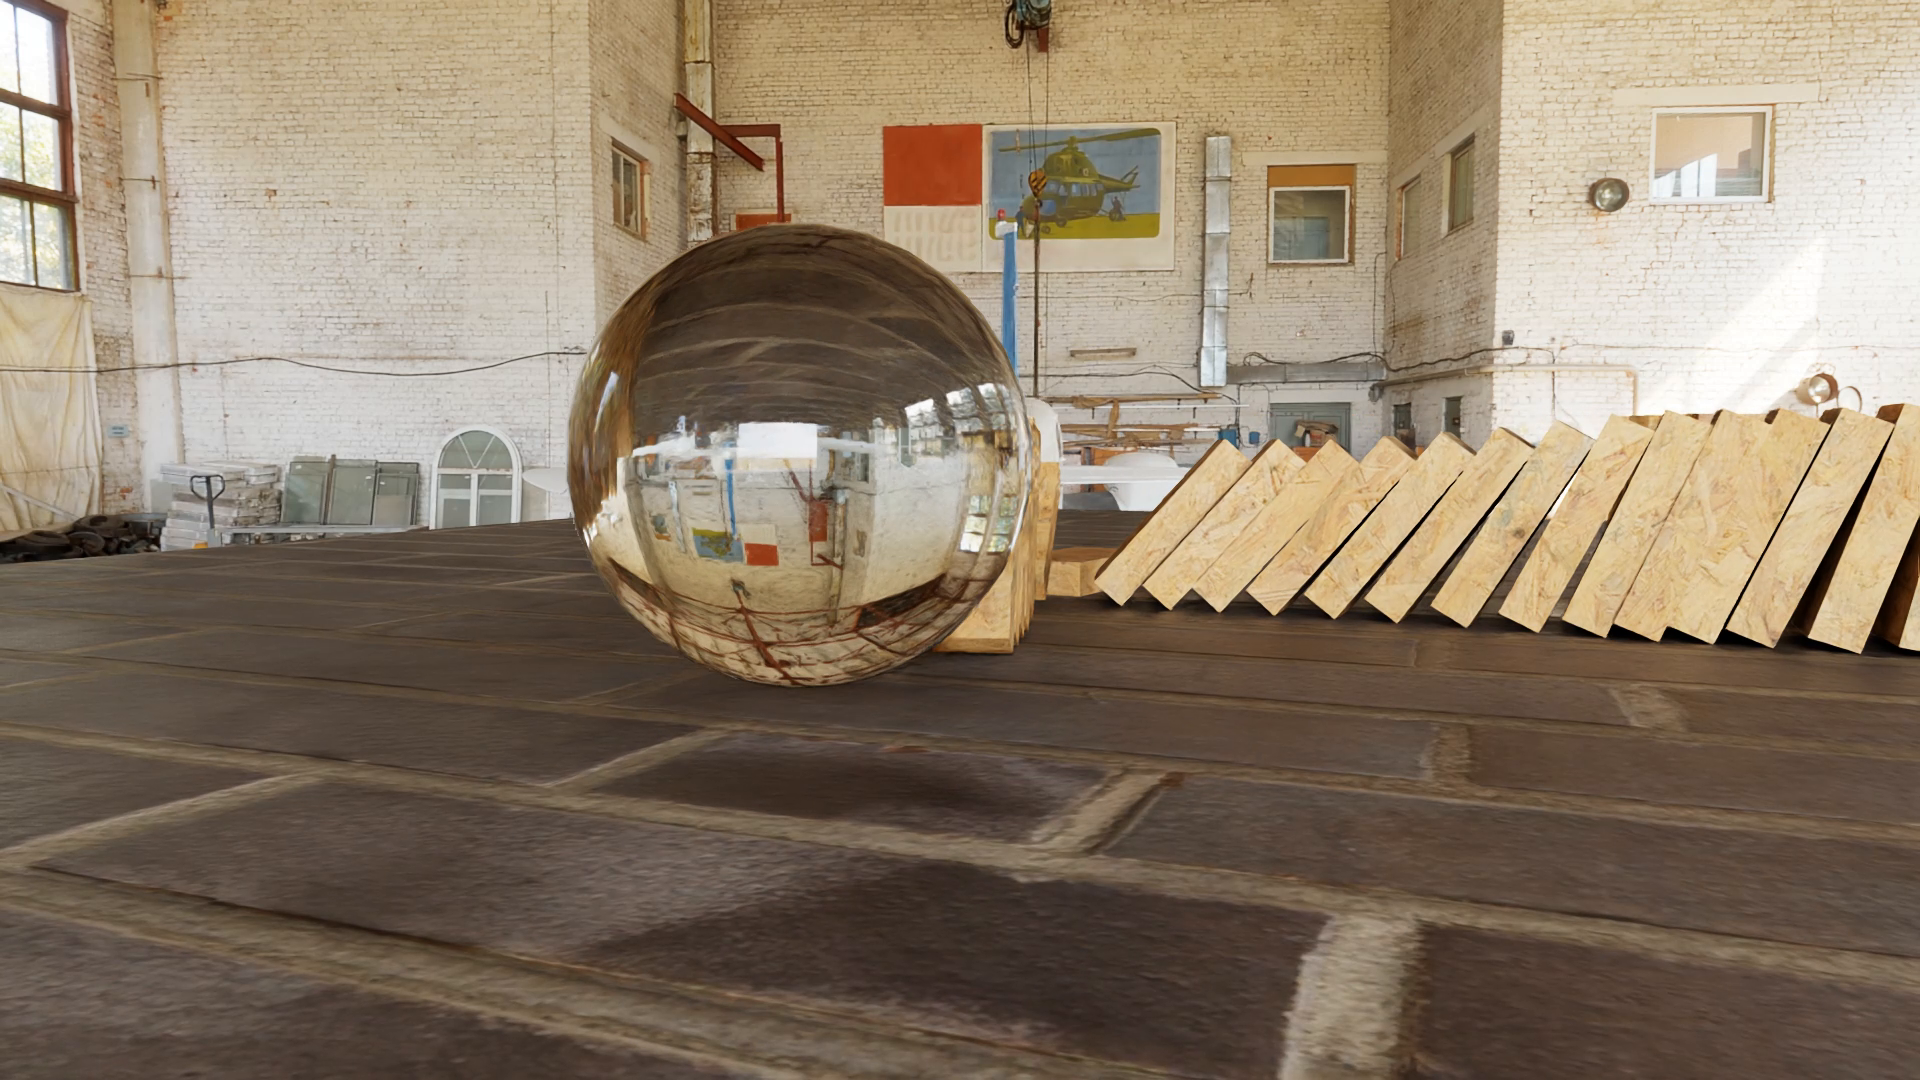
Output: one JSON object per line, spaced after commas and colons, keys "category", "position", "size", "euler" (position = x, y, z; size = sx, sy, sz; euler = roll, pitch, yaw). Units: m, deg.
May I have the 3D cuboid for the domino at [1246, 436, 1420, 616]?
{"category": "domino", "position": [0.094, -0.004, 0.322], "size": [0.009, 0.050, 0.025], "euler": [43, 19, 15]}

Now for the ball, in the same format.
{"category": "ball", "position": [-0.027, -0.014, 0.224], "size": [0.080, 0.080, 0.080], "euler": [0, 4, 0]}

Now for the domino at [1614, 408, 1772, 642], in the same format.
{"category": "domino", "position": [0.160, -0.004, 0.282], "size": [0.010, 0.050, 0.025], "euler": [26, 15, 24]}

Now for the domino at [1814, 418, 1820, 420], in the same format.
{"category": "domino", "position": [0.247, -0.010, 0.374], "size": [0.009, 0.050, 0.025], "euler": [1, 5, 19]}

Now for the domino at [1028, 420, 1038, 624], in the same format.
{"category": "domino", "position": [0.005, -0.005, 0.310], "size": [0.025, 0.050, 0.010], "euler": [1, -23, 8]}

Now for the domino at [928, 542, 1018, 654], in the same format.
{"category": "domino", "position": [-0.001, -0.002, 0.268], "size": [0.025, 0.050, 0.009], "euler": [1, -23, 8]}

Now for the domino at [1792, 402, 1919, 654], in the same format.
{"category": "domino", "position": [0.191, -0.003, 0.269], "size": [0.010, 0.050, 0.025], "euler": [20, 12, 24]}

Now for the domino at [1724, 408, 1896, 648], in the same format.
{"category": "domino", "position": [0.179, -0.003, 0.274], "size": [0.009, 0.050, 0.025], "euler": [26, 15, 23]}

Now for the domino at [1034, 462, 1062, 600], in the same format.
{"category": "domino", "position": [0.014, -0.004, 0.368], "size": [0.025, 0.010, 0.050], "euler": [1, 40, 10]}

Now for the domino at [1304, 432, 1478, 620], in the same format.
{"category": "domino", "position": [0.107, -0.004, 0.316], "size": [0.010, 0.050, 0.025], "euler": [42, 20, 17]}

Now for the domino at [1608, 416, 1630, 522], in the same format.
{"category": "domino", "position": [0.193, -0.009, 0.354], "size": [0.025, 0.050, 0.010], "euler": [2, 5, 27]}

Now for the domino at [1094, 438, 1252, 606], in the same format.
{"category": "domino", "position": [0.057, -0.005, 0.345], "size": [0.010, 0.050, 0.025], "euler": [42, 8, 3]}

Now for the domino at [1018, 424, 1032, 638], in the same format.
{"category": "domino", "position": [0.003, -0.004, 0.289], "size": [0.025, 0.050, 0.010], "euler": [1, -23, 8]}

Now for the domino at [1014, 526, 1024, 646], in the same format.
{"category": "domino", "position": [0.001, -0.003, 0.278], "size": [0.025, 0.050, 0.010], "euler": [1, -23, 8]}

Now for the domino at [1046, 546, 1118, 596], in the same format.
{"category": "domino", "position": [0.036, 0.009, 0.385], "size": [0.025, 0.010, 0.050], "euler": [3, 5, 31]}

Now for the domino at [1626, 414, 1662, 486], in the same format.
{"category": "domino", "position": [0.191, -0.008, 0.339], "size": [0.025, 0.050, 0.009], "euler": [0, 4, -1]}

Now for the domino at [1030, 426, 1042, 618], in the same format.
{"category": "domino", "position": [0.007, -0.005, 0.323], "size": [0.025, 0.050, 0.009], "euler": [1, -29, 8]}

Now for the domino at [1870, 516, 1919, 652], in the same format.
{"category": "domino", "position": [0.202, -0.003, 0.263], "size": [0.010, 0.050, 0.025], "euler": [14, 9, 22]}

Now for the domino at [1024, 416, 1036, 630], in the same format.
{"category": "domino", "position": [0.004, -0.004, 0.299], "size": [0.025, 0.050, 0.010], "euler": [1, -23, 8]}

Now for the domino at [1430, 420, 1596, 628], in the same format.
{"category": "domino", "position": [0.131, -0.004, 0.302], "size": [0.010, 0.050, 0.025], "euler": [35, 19, 21]}

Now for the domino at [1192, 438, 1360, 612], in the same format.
{"category": "domino", "position": [0.081, -0.004, 0.330], "size": [0.010, 0.050, 0.025], "euler": [43, 14, 10]}

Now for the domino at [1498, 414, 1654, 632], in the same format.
{"category": "domino", "position": [0.142, -0.004, 0.295], "size": [0.009, 0.050, 0.025], "euler": [30, 17, 23]}

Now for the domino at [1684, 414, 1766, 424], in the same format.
{"category": "domino", "position": [0.193, -0.007, 0.325], "size": [0.025, 0.050, 0.010], "euler": [-1, 4, -11]}

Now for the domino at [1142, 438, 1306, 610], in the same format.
{"category": "domino", "position": [0.069, -0.005, 0.336], "size": [0.009, 0.050, 0.025], "euler": [42, 9, 4]}

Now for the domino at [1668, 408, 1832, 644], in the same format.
{"category": "domino", "position": [0.170, -0.003, 0.279], "size": [0.010, 0.050, 0.025], "euler": [26, 15, 24]}

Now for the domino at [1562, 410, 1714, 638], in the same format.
{"category": "domino", "position": [0.152, -0.004, 0.289], "size": [0.010, 0.050, 0.025], "euler": [26, 15, 24]}

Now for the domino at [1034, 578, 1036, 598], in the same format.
{"category": "domino", "position": [0.008, -0.004, 0.354], "size": [0.025, 0.009, 0.050], "euler": [-4, 41, 5]}

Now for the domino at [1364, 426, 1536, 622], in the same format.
{"category": "domino", "position": [0.119, -0.004, 0.309], "size": [0.010, 0.050, 0.025], "euler": [39, 20, 19]}

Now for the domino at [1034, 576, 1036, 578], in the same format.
{"category": "domino", "position": [0.007, -0.006, 0.335], "size": [0.025, 0.050, 0.009], "euler": [0, -31, 7]}

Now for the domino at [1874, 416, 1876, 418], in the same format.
{"category": "domino", "position": [0.260, -0.010, 0.366], "size": [0.009, 0.050, 0.025], "euler": [4, 6, 40]}
